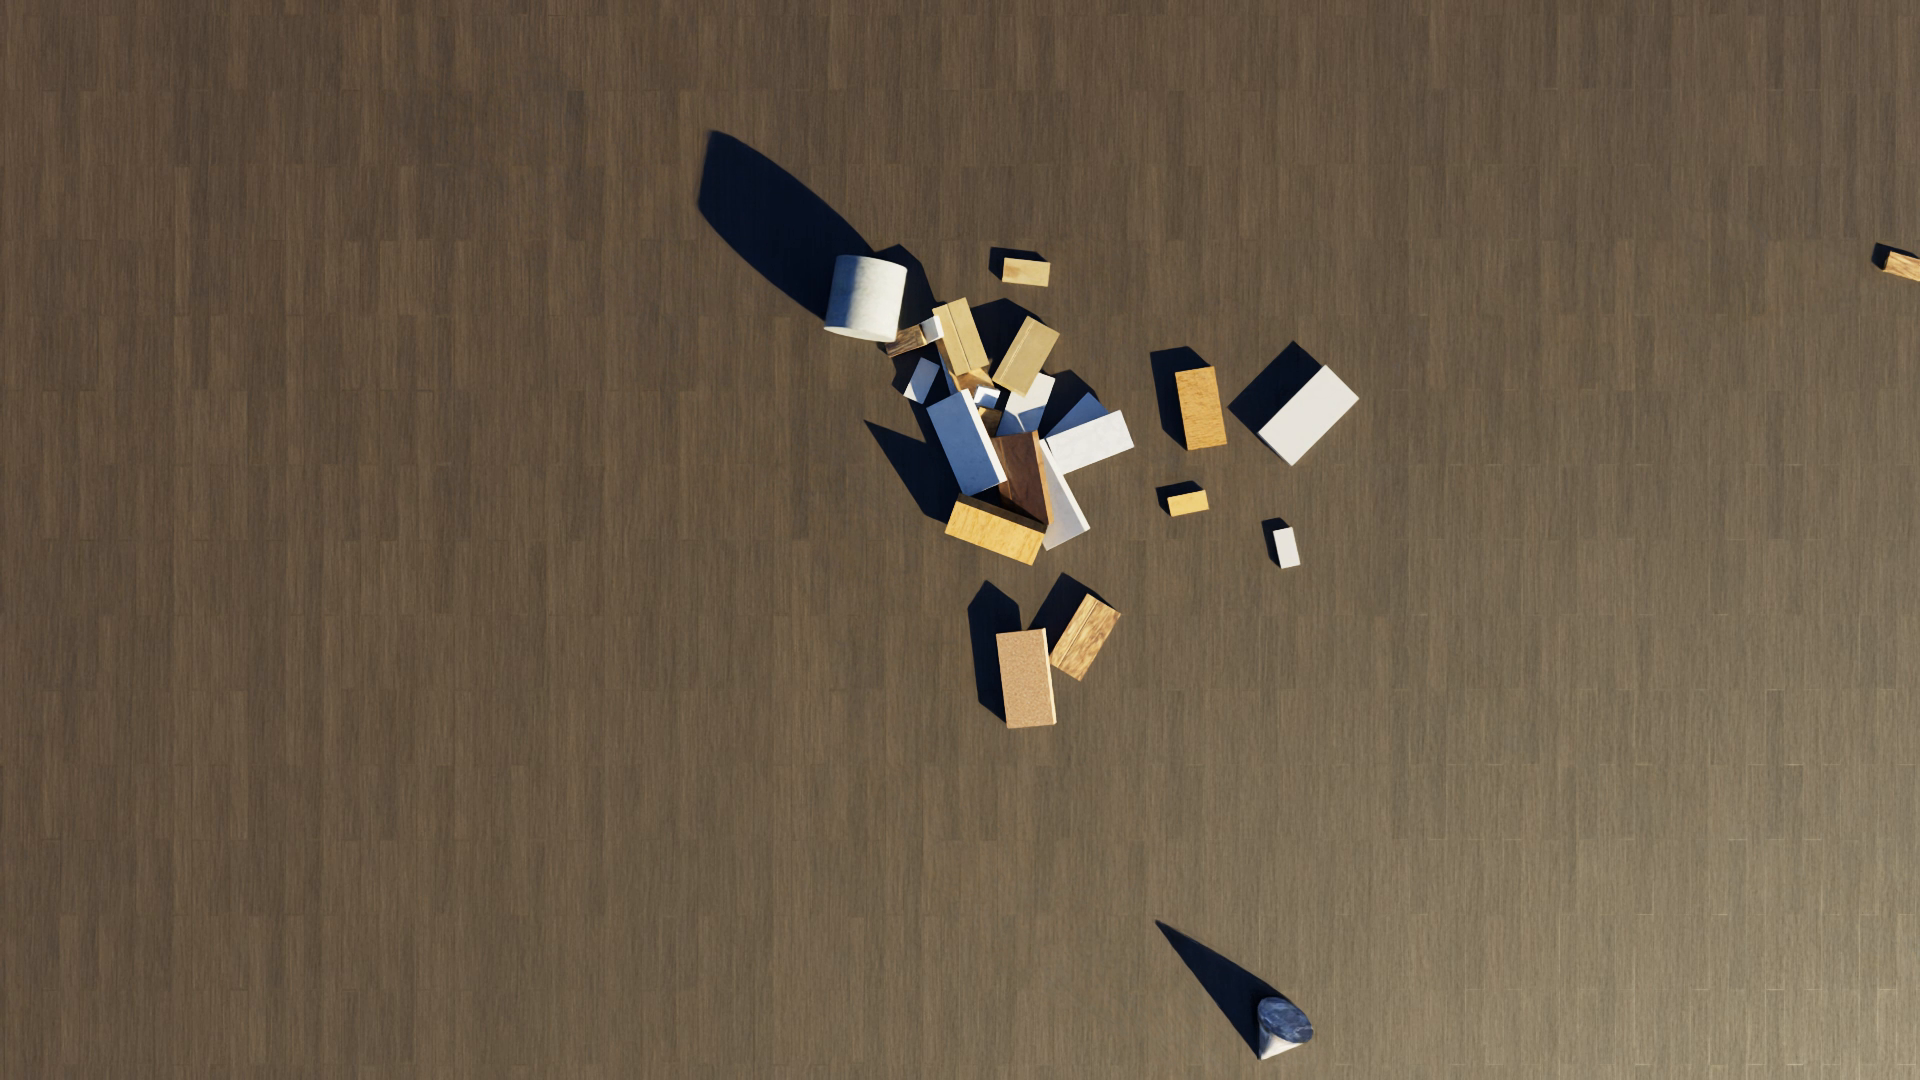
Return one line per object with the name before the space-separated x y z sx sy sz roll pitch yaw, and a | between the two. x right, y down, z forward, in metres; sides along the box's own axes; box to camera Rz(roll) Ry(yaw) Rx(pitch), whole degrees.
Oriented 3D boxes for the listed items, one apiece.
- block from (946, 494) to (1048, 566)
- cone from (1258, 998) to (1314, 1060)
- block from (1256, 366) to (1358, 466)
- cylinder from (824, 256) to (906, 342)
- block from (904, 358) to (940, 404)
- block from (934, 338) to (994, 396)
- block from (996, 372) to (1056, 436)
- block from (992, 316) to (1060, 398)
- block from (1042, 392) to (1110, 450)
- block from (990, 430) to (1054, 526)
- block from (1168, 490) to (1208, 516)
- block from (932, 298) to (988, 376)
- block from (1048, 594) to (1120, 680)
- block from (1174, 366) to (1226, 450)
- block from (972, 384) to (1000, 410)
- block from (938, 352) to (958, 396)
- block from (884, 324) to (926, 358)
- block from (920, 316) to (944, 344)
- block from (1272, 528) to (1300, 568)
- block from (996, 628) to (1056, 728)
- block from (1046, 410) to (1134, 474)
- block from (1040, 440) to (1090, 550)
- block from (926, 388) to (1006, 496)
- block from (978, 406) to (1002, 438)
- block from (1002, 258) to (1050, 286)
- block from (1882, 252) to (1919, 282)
block | 0.118 -0.035 5.430 0.309 0.044 0.154 21 135 0
cone | 1.034 1.657 5.456 0.197 0.197 0.197 23 117 0
block | 1.154 -0.412 5.478 0.158 0.045 0.315 45 90 0
cylinder | -0.308 -0.786 5.383 0.234 0.234 0.234 10 90 0
block | -0.127 -0.530 5.490 0.070 0.020 0.140 25 90 0
block | 0.015 -0.580 5.451 0.116 0.033 0.231 -25 90 0
block | 0.217 -0.439 5.483 0.123 0.035 0.247 20 90 0
block | 0.218 -0.605 5.451 0.123 0.035 0.247 29 75 0
block | 0.384 -0.359 5.483 0.123 0.035 0.247 44 90 0
block | 0.204 -0.196 5.418 0.154 0.044 0.309 -7 100 27
block | 0.759 -0.122 5.491 0.127 0.018 0.063 -11 90 0
block | 0.002 -0.666 5.418 0.116 0.033 0.231 -20 90 0
block | 0.410 0.323 5.482 0.130 0.037 0.261 31 90 0
block | 0.798 -0.437 5.482 0.130 0.037 0.261 -10 90 0
block | 0.070 -0.435 5.447 0.076 0.022 0.152 11 116 -20
block | -0.006 -0.608 5.484 0.116 0.033 0.231 -16 90 0
block | -0.183 -0.660 5.461 0.140 0.020 0.070 -16 90 25
block | -0.106 -0.687 5.436 0.020 0.140 0.070 -15 90 -33
block | 1.086 0.026 5.491 0.063 0.018 0.127 -12 90 0
block | 0.219 0.458 5.459 0.157 0.045 0.315 -7 90 14
block | 0.428 -0.321 5.446 0.261 0.037 0.130 -21 93 -1
block | 0.281 -0.149 5.443 0.158 0.045 0.331 -28 90 28
block | 0.021 -0.317 5.437 0.154 0.044 0.326 -23 90 36
block | 0.079 -0.364 5.454 0.076 0.022 0.152 15 115 -7
block | 0.220 -0.891 5.489 0.152 0.022 0.076 6 90 0
block | 3.145 -0.911 5.491 0.127 0.018 0.063 16 90 0
